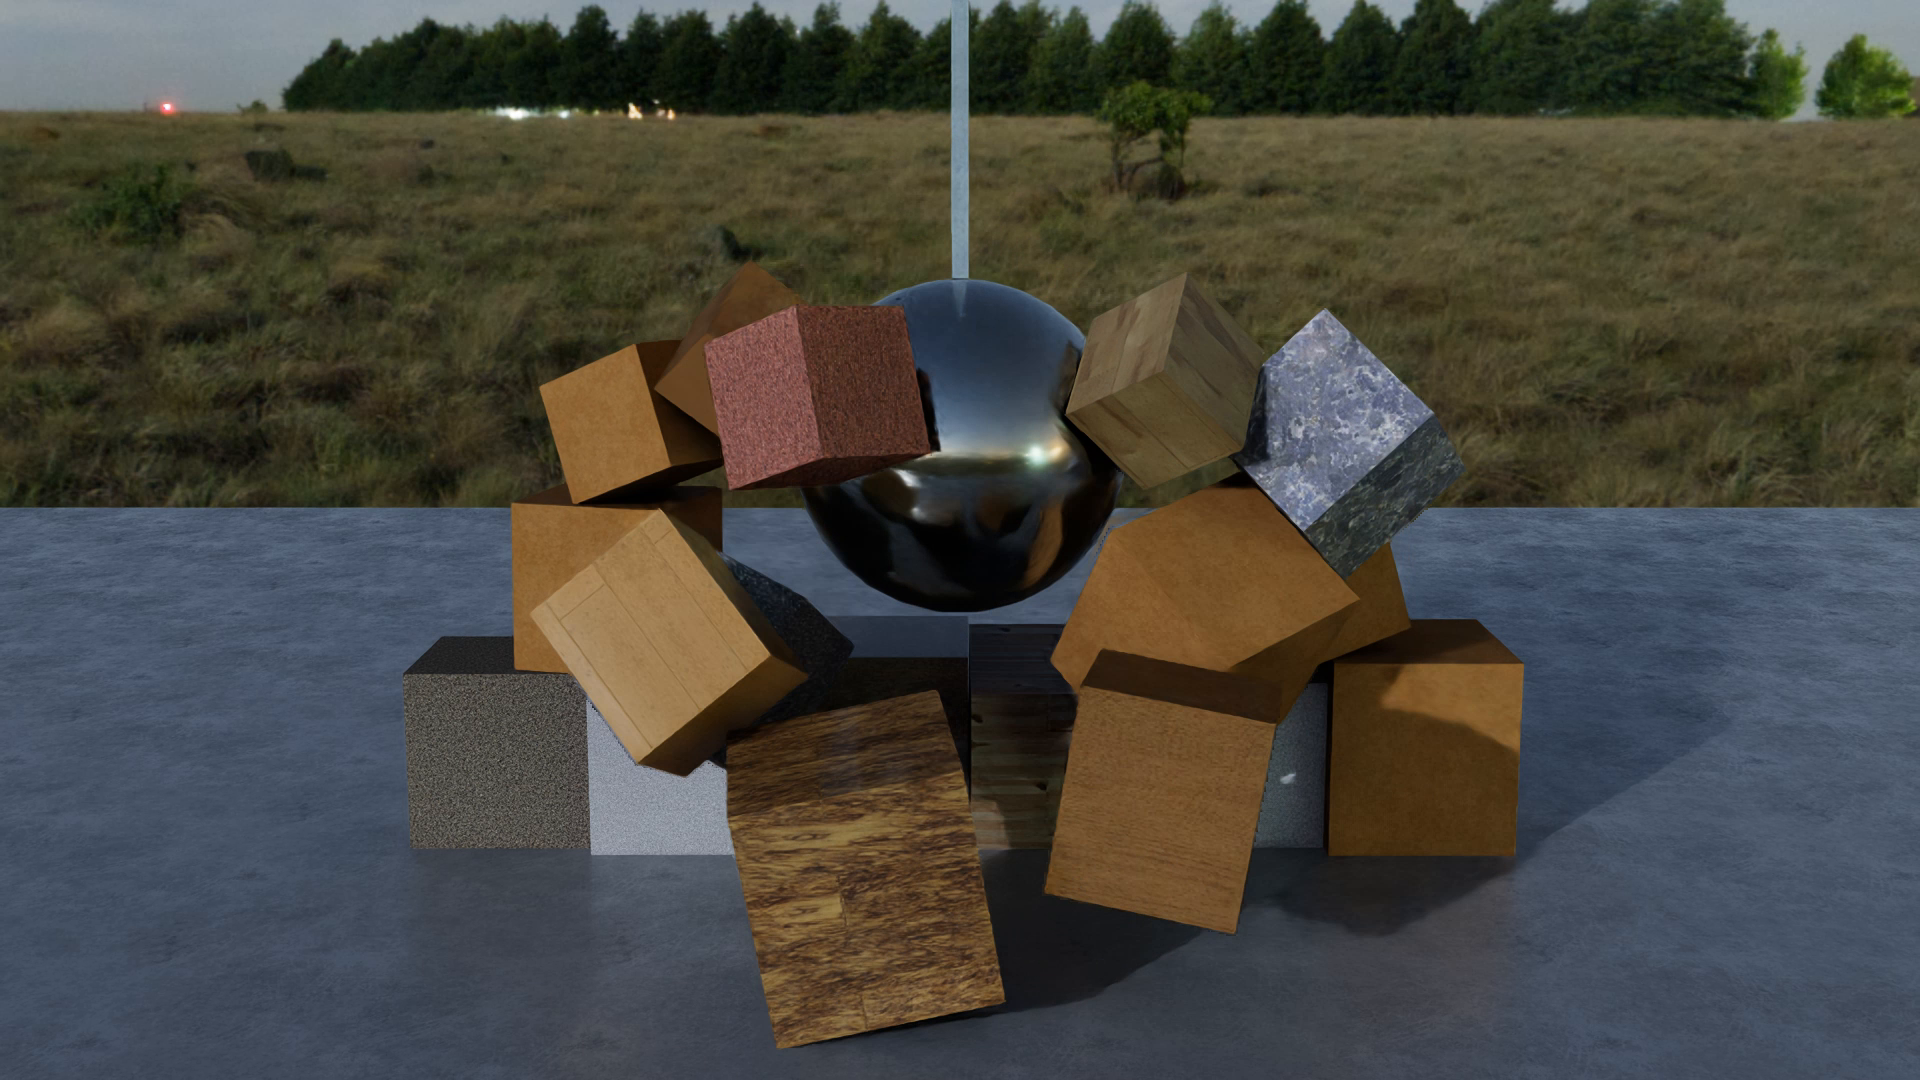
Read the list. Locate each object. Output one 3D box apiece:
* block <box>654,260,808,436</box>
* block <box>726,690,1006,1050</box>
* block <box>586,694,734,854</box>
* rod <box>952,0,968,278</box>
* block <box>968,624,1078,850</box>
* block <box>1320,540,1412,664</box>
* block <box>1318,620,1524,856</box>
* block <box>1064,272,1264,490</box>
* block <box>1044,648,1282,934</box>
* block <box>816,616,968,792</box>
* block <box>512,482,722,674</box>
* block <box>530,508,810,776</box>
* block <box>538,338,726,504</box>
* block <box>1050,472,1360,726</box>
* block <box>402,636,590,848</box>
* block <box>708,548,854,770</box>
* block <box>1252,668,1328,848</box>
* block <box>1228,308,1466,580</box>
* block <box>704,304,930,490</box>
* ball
[{"bbox_3d":[-1.022,-0.874,10.479,0.524,0.520,0.561,-39,20,44],"label":"block"},{"bbox_3d":[-0.406,1.316,9.003,0.914,0.985,1.036,-11,14,-3],"label":"block"},{"bbox_3d":[-1.401,1.051,11.364,0.870,0.866,1.006,0,10,0],"label":"block"},{"bbox_3d":[0.000,-3.836,10.244,0.080,5.200,0.080,0,5,0],"label":"rod"},{"bbox_3d":[0.482,0.994,11.248,0.868,0.867,0.815,0,23,-1],"label":"block"},{"bbox_3d":[1.695,0.187,11.142,0.755,0.715,0.732,-20,12,-15],"label":"block"},{"bbox_3d":[2.295,0.996,11.343,0.928,0.981,1.016,0,10,0],"label":"block"},{"bbox_3d":[0.937,-0.717,10.009,0.575,0.568,0.629,-23,37,40],"label":"block"},{"bbox_3d":[0.850,1.015,9.066,0.777,0.874,0.716,11,11,8],"label":"block"},{"bbox_3d":[-0.457,0.983,11.357,0.994,1.003,0.958,0,10,0],"label":"block"},{"bbox_3d":[-1.728,0.185,11.179,0.814,0.840,0.797,3,11,13],"label":"block"},{"bbox_3d":[-1.215,0.446,9.301,0.698,0.792,0.650,-39,-15,1],"label":"block"},{"bbox_3d":[-1.533,-0.594,10.839,0.692,0.608,0.636,-18,-3,36],"label":"block"},{"bbox_3d":[1.132,0.427,10.366,0.845,1.005,0.846,-24,62,-32],"label":"block"},{"bbox_3d":[-2.302,1.031,11.379,0.913,0.900,0.846,0,10,0],"label":"block"},{"bbox_3d":[-1.113,0.577,10.289,0.731,0.822,0.842,27,-10,20],"label":"block"},{"bbox_3d":[1.378,1.058,11.370,0.895,0.851,0.788,0,10,0],"label":"block"},{"bbox_3d":[1.747,-0.437,10.257,0.758,0.775,0.735,50,6,30],"label":"block"},{"bbox_3d":[-0.622,-0.617,9.562,0.628,0.655,0.629,-5,-8,-45],"label":"block"},{"bbox_3d":[0.000,-0.449,10.547,1.600,1.600,1.600,0,10,0],"label":"ball"}]
